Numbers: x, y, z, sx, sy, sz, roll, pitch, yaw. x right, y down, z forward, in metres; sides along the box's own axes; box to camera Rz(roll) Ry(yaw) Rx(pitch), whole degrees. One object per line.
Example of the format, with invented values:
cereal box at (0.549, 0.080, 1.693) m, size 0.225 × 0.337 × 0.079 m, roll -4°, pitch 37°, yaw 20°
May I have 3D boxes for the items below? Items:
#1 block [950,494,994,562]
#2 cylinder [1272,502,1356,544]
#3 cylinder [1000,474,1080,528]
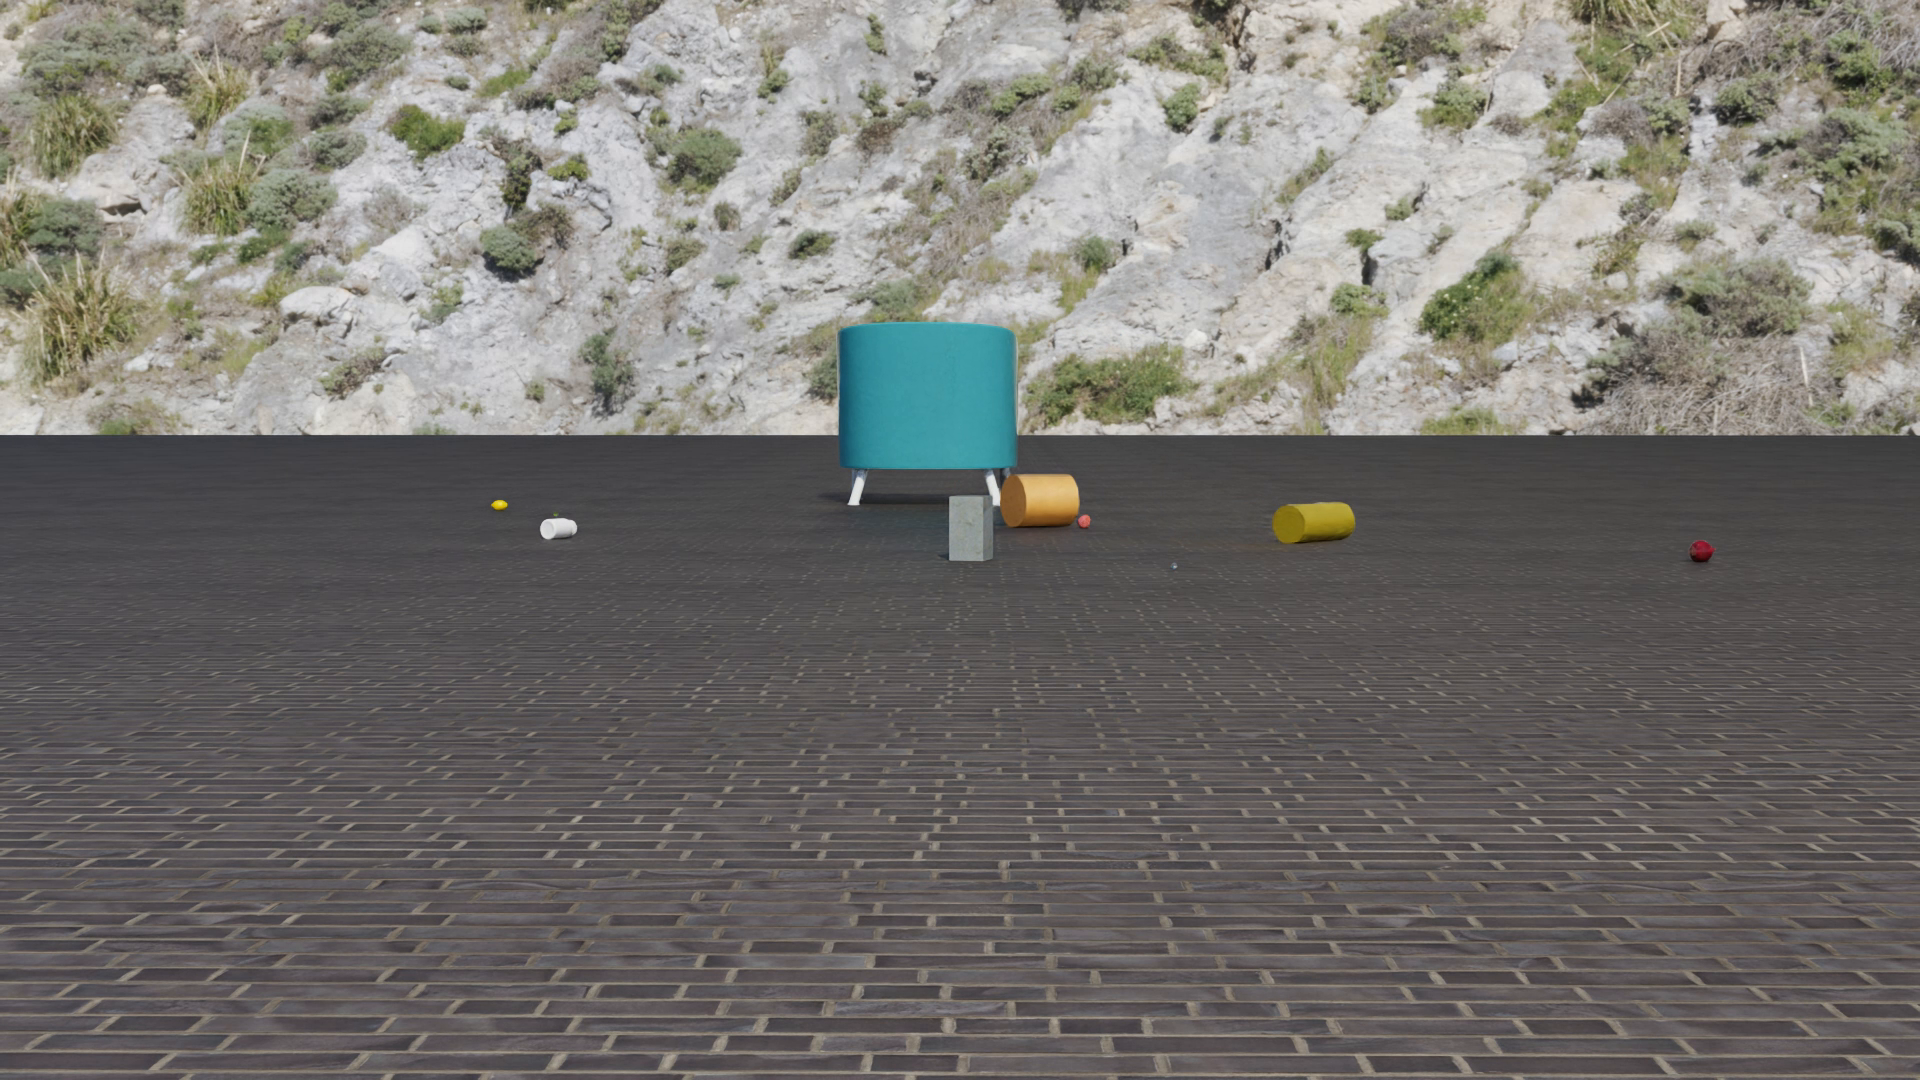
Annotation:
block at (0.030, -0.032, 5.792) m, size 0.093 × 0.168 × 0.092 m, roll 1°, pitch 4°, yaw 17°
cylinder at (1.041, -0.052, 6.468) m, size 0.256 × 0.113 × 0.116 m, roll -4°, pitch 38°, yaw -46°
cylinder at (0.259, -0.129, 7.164) m, size 0.198 × 0.172 × 0.173 m, roll -2°, pitch -7°, yaw -28°
